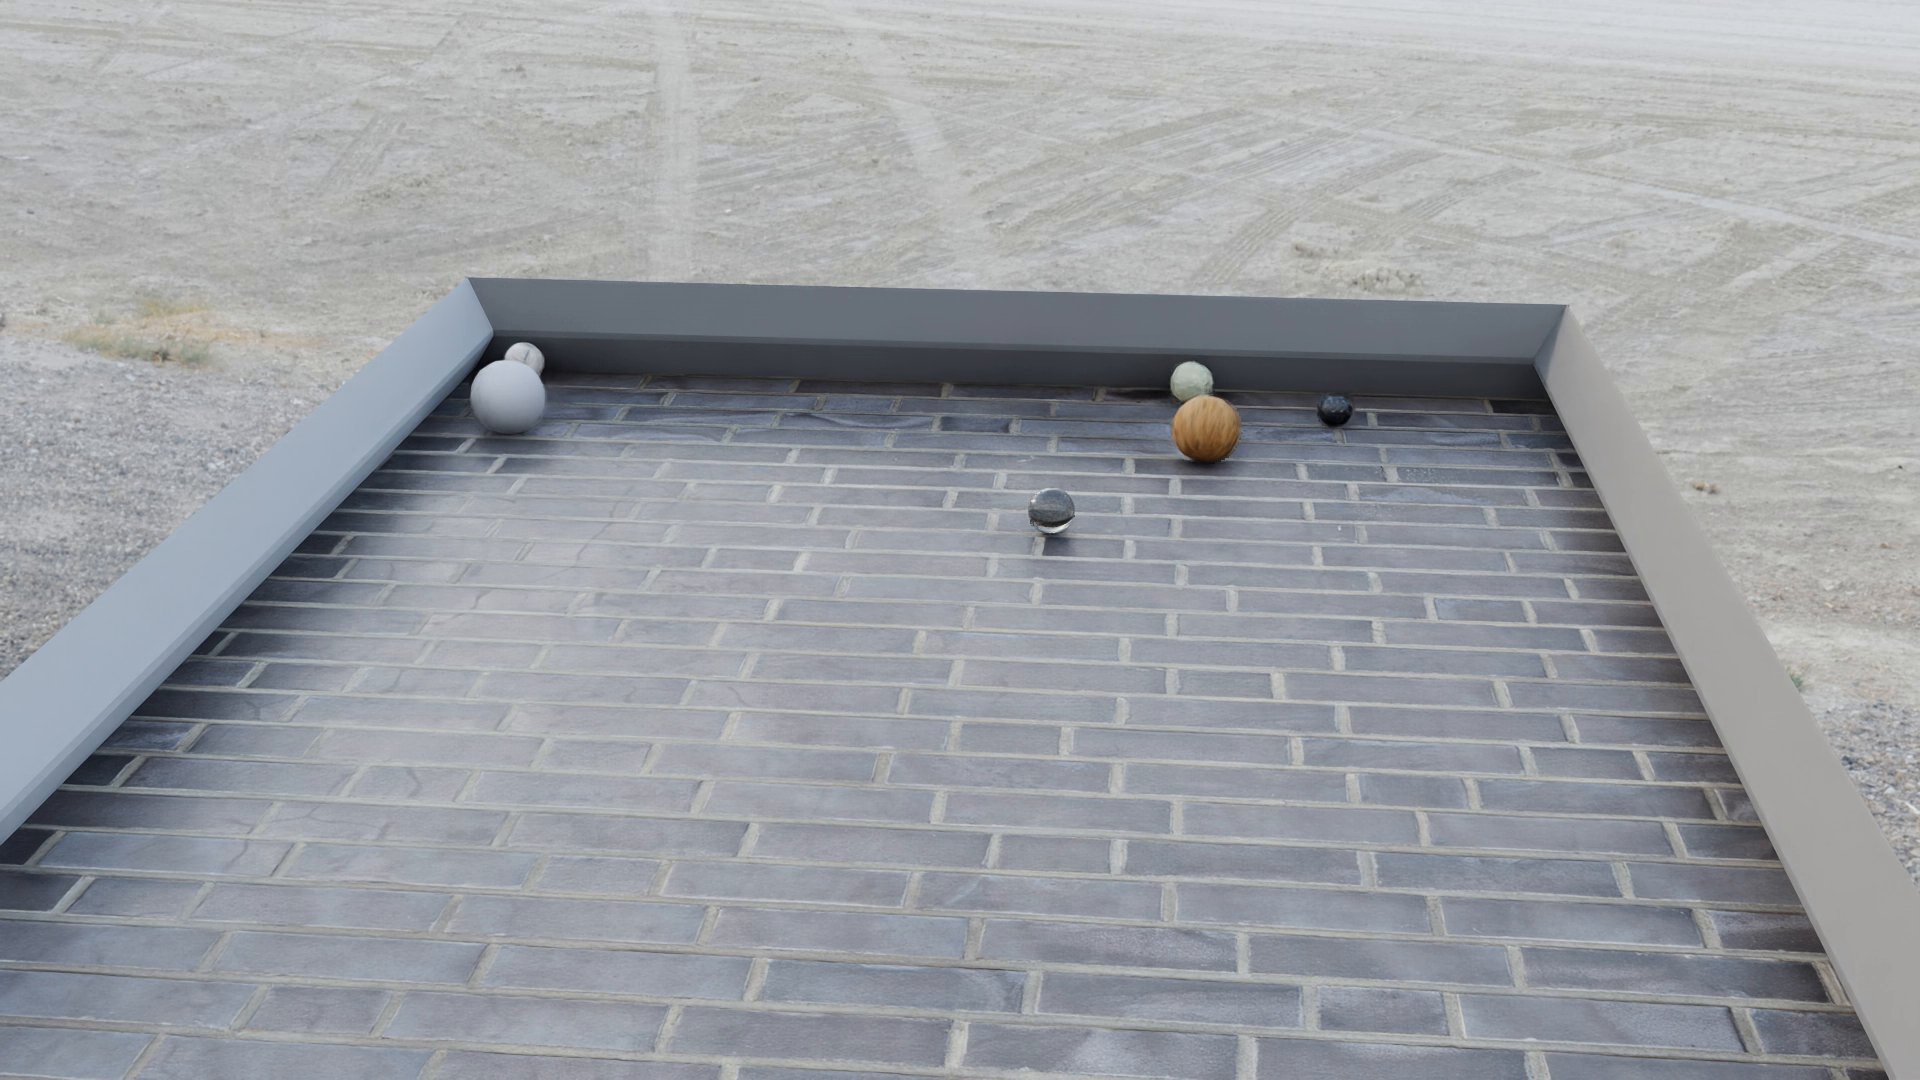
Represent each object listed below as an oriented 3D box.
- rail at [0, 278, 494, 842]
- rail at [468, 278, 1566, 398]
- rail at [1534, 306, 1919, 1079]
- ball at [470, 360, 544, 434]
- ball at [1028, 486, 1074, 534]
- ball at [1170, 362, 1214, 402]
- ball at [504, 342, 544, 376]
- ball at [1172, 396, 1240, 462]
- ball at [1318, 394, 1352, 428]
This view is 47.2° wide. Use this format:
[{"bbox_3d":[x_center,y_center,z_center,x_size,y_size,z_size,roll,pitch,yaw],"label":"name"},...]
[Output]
[{"bbox_3d":[-0.761,0.185,1.785,0.045,0.126,2.589,2,22,5],"label":"rail"},{"bbox_3d":[0.058,-0.261,2.899,1.456,0.126,0.045,2,22,5],"label":"rail"},{"bbox_3d":[0.641,0.234,1.664,0.045,0.126,2.589,2,22,5],"label":"rail"},{"bbox_3d":[-0.564,-0.179,2.741,0.092,0.092,0.092,0,22,0],"label":"ball"},{"bbox_3d":[0.101,-0.032,2.430,0.052,0.052,0.052,0,22,0],"label":"ball"},{"bbox_3d":[0.301,-0.204,2.852,0.056,0.056,0.056,0,22,0],"label":"ball"},{"bbox_3d":[-0.582,-0.237,2.938,0.054,0.054,0.054,0,22,0],"label":"ball"},{"bbox_3d":[0.295,-0.134,2.644,0.080,0.080,0.080,0,22,0],"label":"ball"},{"bbox_3d":[0.473,-0.163,2.769,0.041,0.041,0.041,0,22,0],"label":"ball"}]
